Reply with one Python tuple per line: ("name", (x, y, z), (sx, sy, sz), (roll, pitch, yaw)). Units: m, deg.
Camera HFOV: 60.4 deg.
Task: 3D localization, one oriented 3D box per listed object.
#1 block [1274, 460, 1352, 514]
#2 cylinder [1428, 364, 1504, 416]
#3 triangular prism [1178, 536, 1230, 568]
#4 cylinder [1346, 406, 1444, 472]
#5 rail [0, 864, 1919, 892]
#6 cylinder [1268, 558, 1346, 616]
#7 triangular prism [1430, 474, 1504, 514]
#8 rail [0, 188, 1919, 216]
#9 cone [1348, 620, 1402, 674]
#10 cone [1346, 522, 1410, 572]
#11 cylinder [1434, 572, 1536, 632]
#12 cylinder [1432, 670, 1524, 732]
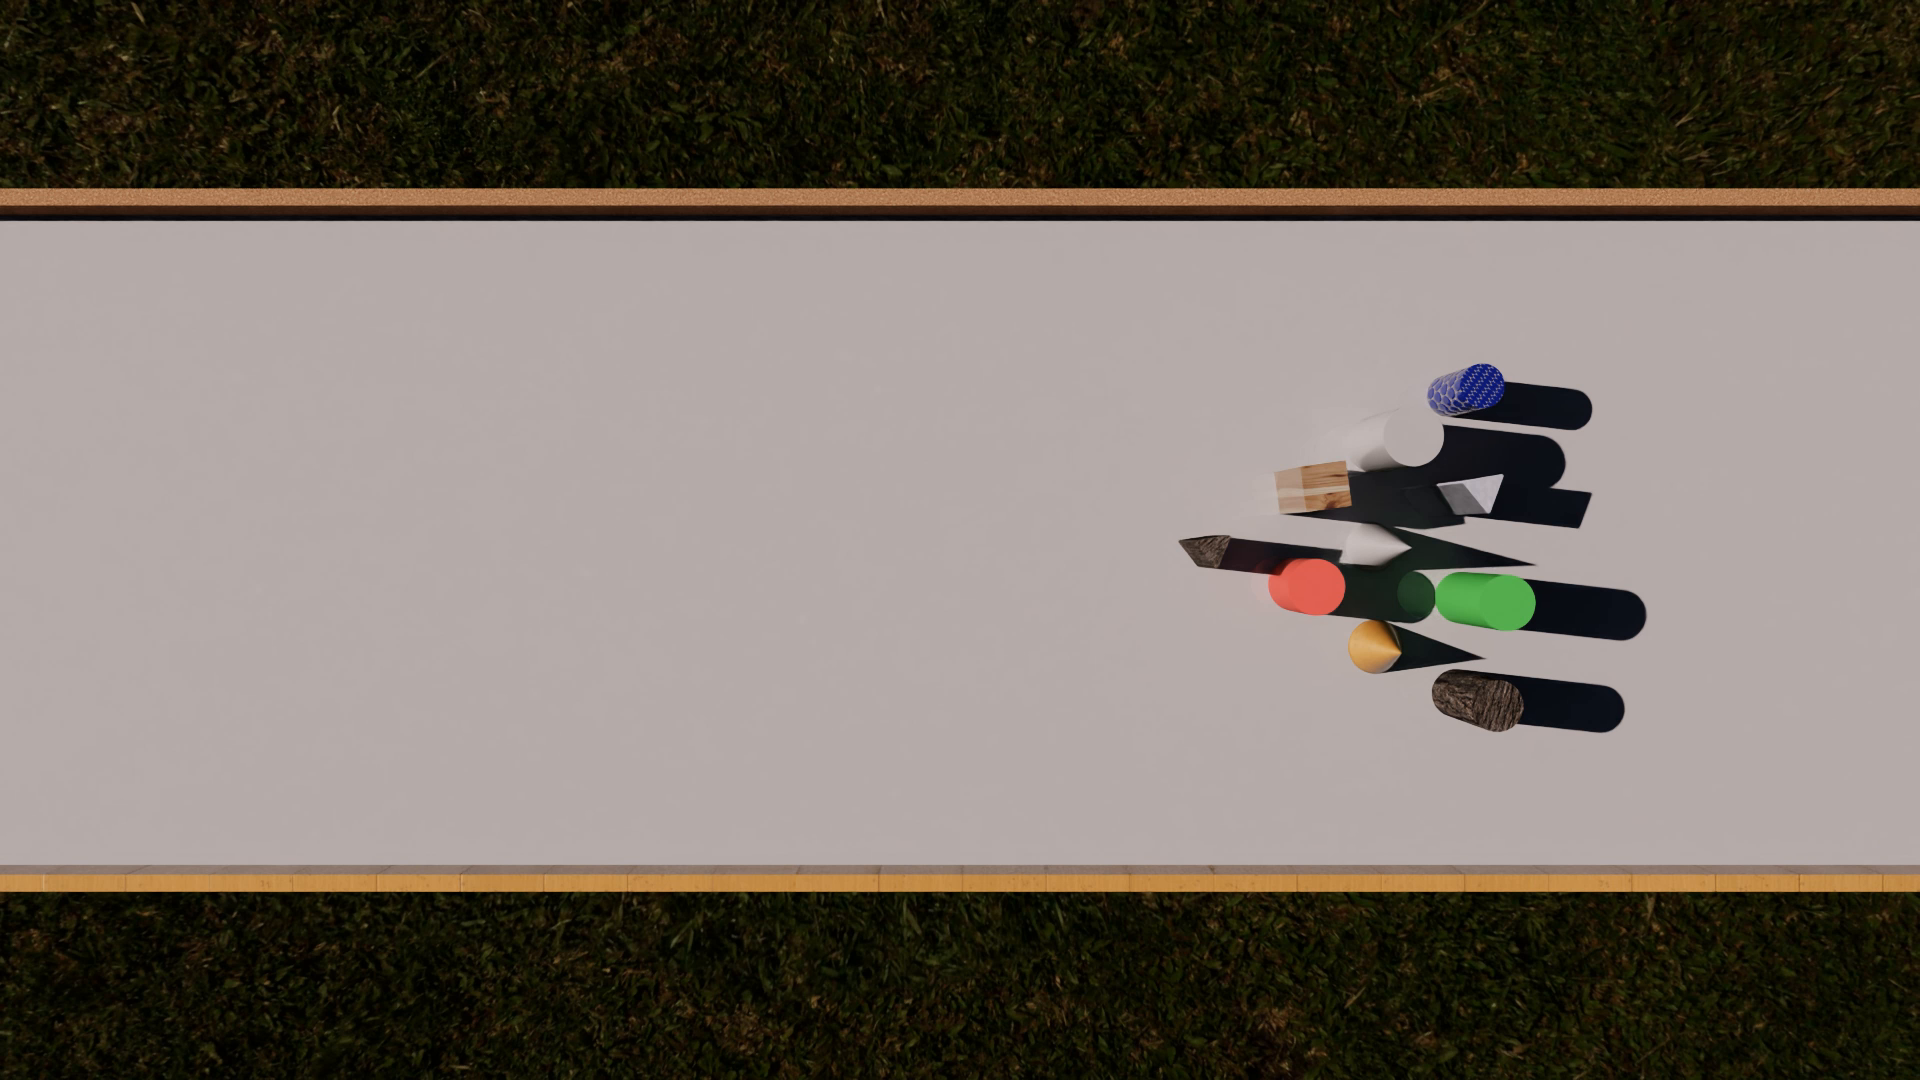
("block", (1.041, -0.153, 4.882), (0.130, 0.389, 0.130), (-8, 90, 0))
("cylinder", (1.502, -0.443, 4.908), (0.129, 0.336, 0.129), (0, 90, 0))
("triangular prism", (0.738, 0.015, 4.897), (0.088, 0.359, 0.102), (-38, 90, 0))
("cylinder", (1.274, -0.293, 4.854), (0.172, 0.446, 0.172), (0, 90, 0))
("rail", (-2.247, 1.025, 5.001), (12.000, 0.150, 0.050), (0, 90, 0))
("cylinder", (1.031, 0.137, 4.921), (0.165, 0.312, 0.165), (0, 90, 0))
("triangular prism", (1.521, -0.155, 4.907), (0.102, 0.339, 0.117), (-40, 90, 0))
("rail", (-2.247, -1.025, 5.002), (12.000, 0.150, 0.050), (0, 90, 0))
("cone", (1.279, 0.328, 4.925), (0.168, 0.302, 0.168), (0, 90, 0))
("cone", (1.266, 0.022, 4.848), (0.155, 0.456, 0.155), (0, 90, 0))
("cylinder", (1.540, 0.177, 4.859), (0.159, 0.436, 0.159), (0, 90, 0))
("cylinder", (1.526, 0.471, 4.880), (0.148, 0.394, 0.148), (0, 90, 0))
